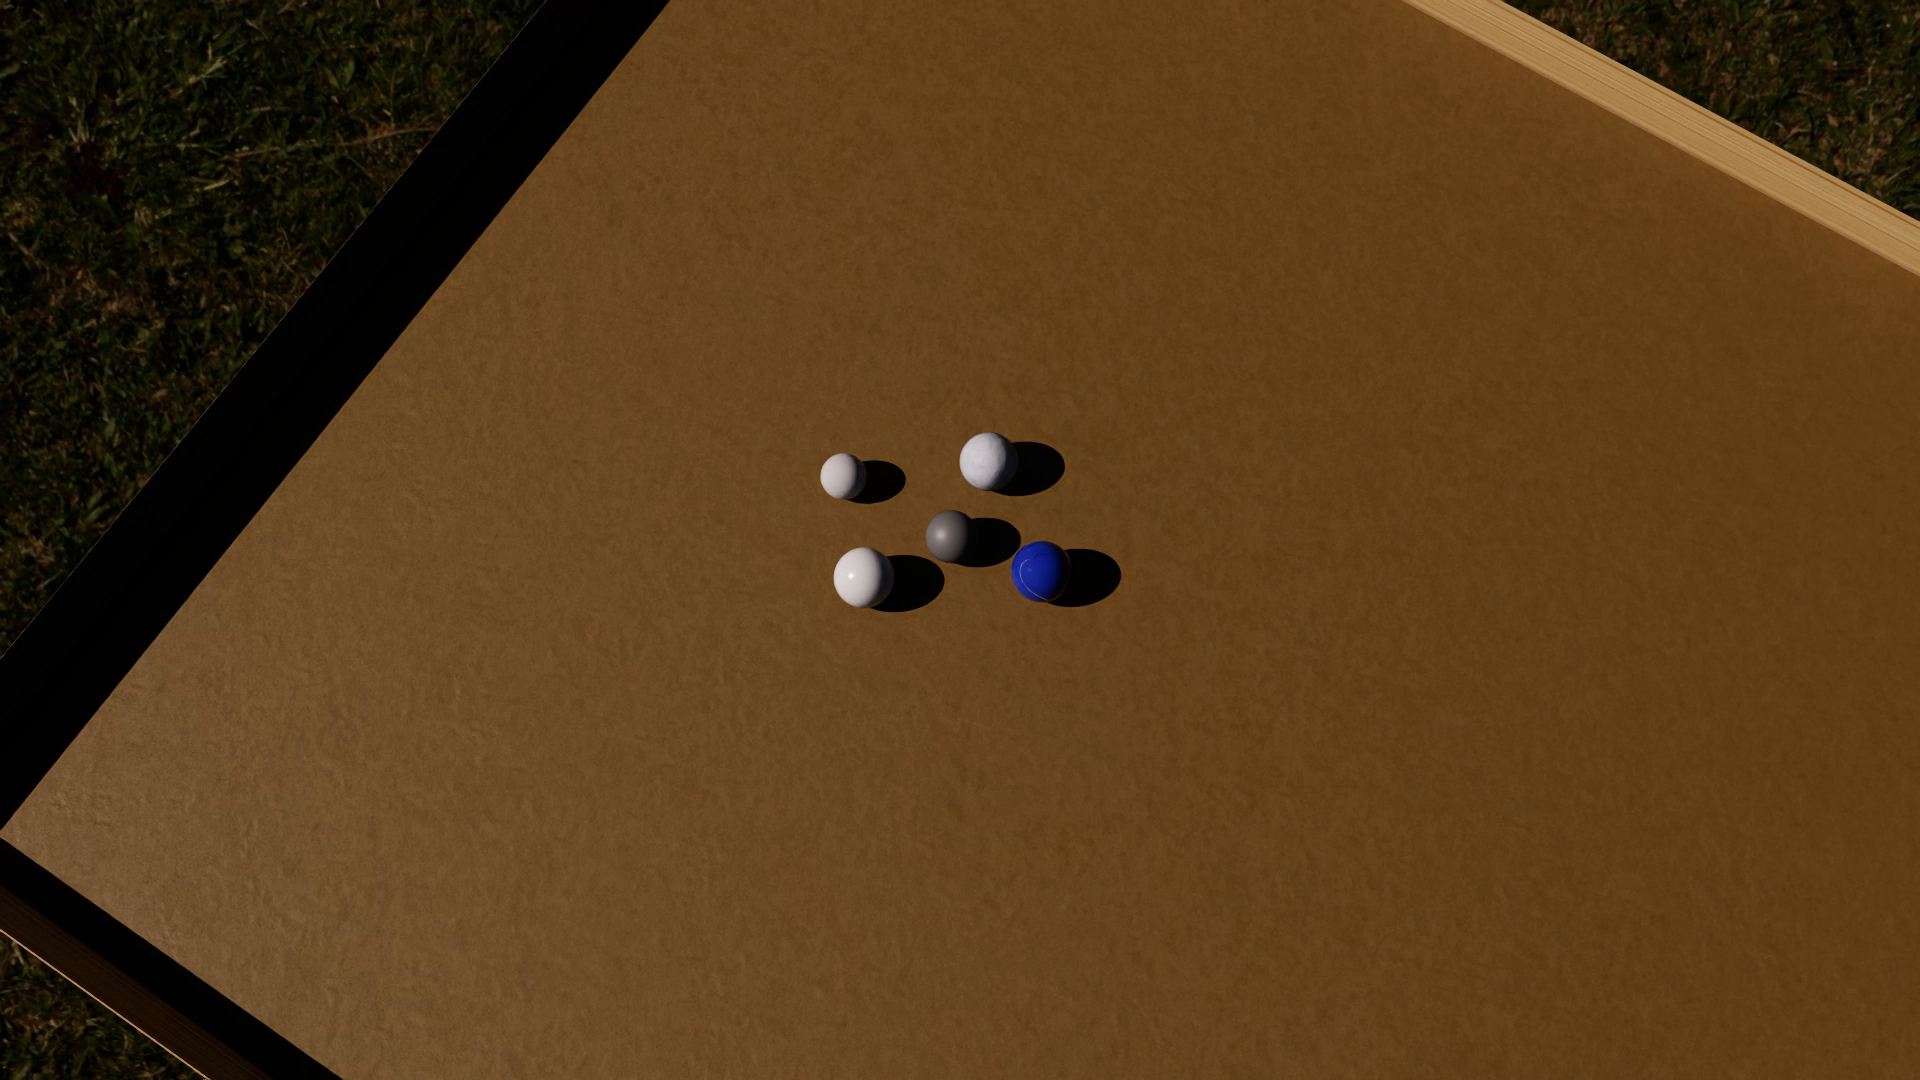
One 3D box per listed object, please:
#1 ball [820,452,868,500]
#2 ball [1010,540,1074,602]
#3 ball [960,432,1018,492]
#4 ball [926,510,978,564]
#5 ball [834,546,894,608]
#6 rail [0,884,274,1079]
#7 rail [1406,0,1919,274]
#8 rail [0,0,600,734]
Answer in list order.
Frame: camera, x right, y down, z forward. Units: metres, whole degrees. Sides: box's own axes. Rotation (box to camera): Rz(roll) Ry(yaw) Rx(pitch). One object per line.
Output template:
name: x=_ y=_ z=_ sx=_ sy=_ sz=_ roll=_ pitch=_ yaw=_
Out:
ball: x=-0.183 y=-0.100 z=3.469 sx=0.074 sy=0.074 sz=0.074 roll=0 pitch=70 yaw=0
ball: x=0.127 y=0.049 z=3.404 sx=0.096 sy=0.096 sz=0.096 roll=0 pitch=70 yaw=0
ball: x=0.046 y=-0.124 z=3.467 sx=0.093 sy=0.093 sz=0.093 roll=0 pitch=70 yaw=0
ball: x=-0.013 y=-0.005 z=3.430 sx=0.083 sy=0.083 sz=0.083 roll=0 pitch=70 yaw=0
ball: x=-0.148 y=0.058 z=3.401 sx=0.095 sy=0.095 sz=0.095 roll=0 pitch=70 yaw=0
rail: x=0.232 y=1.530 z=2.856 sx=4.331 sy=0.125 sz=0.045 roll=31 pitch=73 yaw=11
rail: x=1.585 y=-0.435 z=3.561 sx=4.331 sy=0.125 sz=0.045 roll=31 pitch=73 yaw=11
rail: x=-0.889 y=-0.549 z=3.602 sx=0.045 sy=0.125 sz=2.535 roll=31 pitch=73 yaw=11
